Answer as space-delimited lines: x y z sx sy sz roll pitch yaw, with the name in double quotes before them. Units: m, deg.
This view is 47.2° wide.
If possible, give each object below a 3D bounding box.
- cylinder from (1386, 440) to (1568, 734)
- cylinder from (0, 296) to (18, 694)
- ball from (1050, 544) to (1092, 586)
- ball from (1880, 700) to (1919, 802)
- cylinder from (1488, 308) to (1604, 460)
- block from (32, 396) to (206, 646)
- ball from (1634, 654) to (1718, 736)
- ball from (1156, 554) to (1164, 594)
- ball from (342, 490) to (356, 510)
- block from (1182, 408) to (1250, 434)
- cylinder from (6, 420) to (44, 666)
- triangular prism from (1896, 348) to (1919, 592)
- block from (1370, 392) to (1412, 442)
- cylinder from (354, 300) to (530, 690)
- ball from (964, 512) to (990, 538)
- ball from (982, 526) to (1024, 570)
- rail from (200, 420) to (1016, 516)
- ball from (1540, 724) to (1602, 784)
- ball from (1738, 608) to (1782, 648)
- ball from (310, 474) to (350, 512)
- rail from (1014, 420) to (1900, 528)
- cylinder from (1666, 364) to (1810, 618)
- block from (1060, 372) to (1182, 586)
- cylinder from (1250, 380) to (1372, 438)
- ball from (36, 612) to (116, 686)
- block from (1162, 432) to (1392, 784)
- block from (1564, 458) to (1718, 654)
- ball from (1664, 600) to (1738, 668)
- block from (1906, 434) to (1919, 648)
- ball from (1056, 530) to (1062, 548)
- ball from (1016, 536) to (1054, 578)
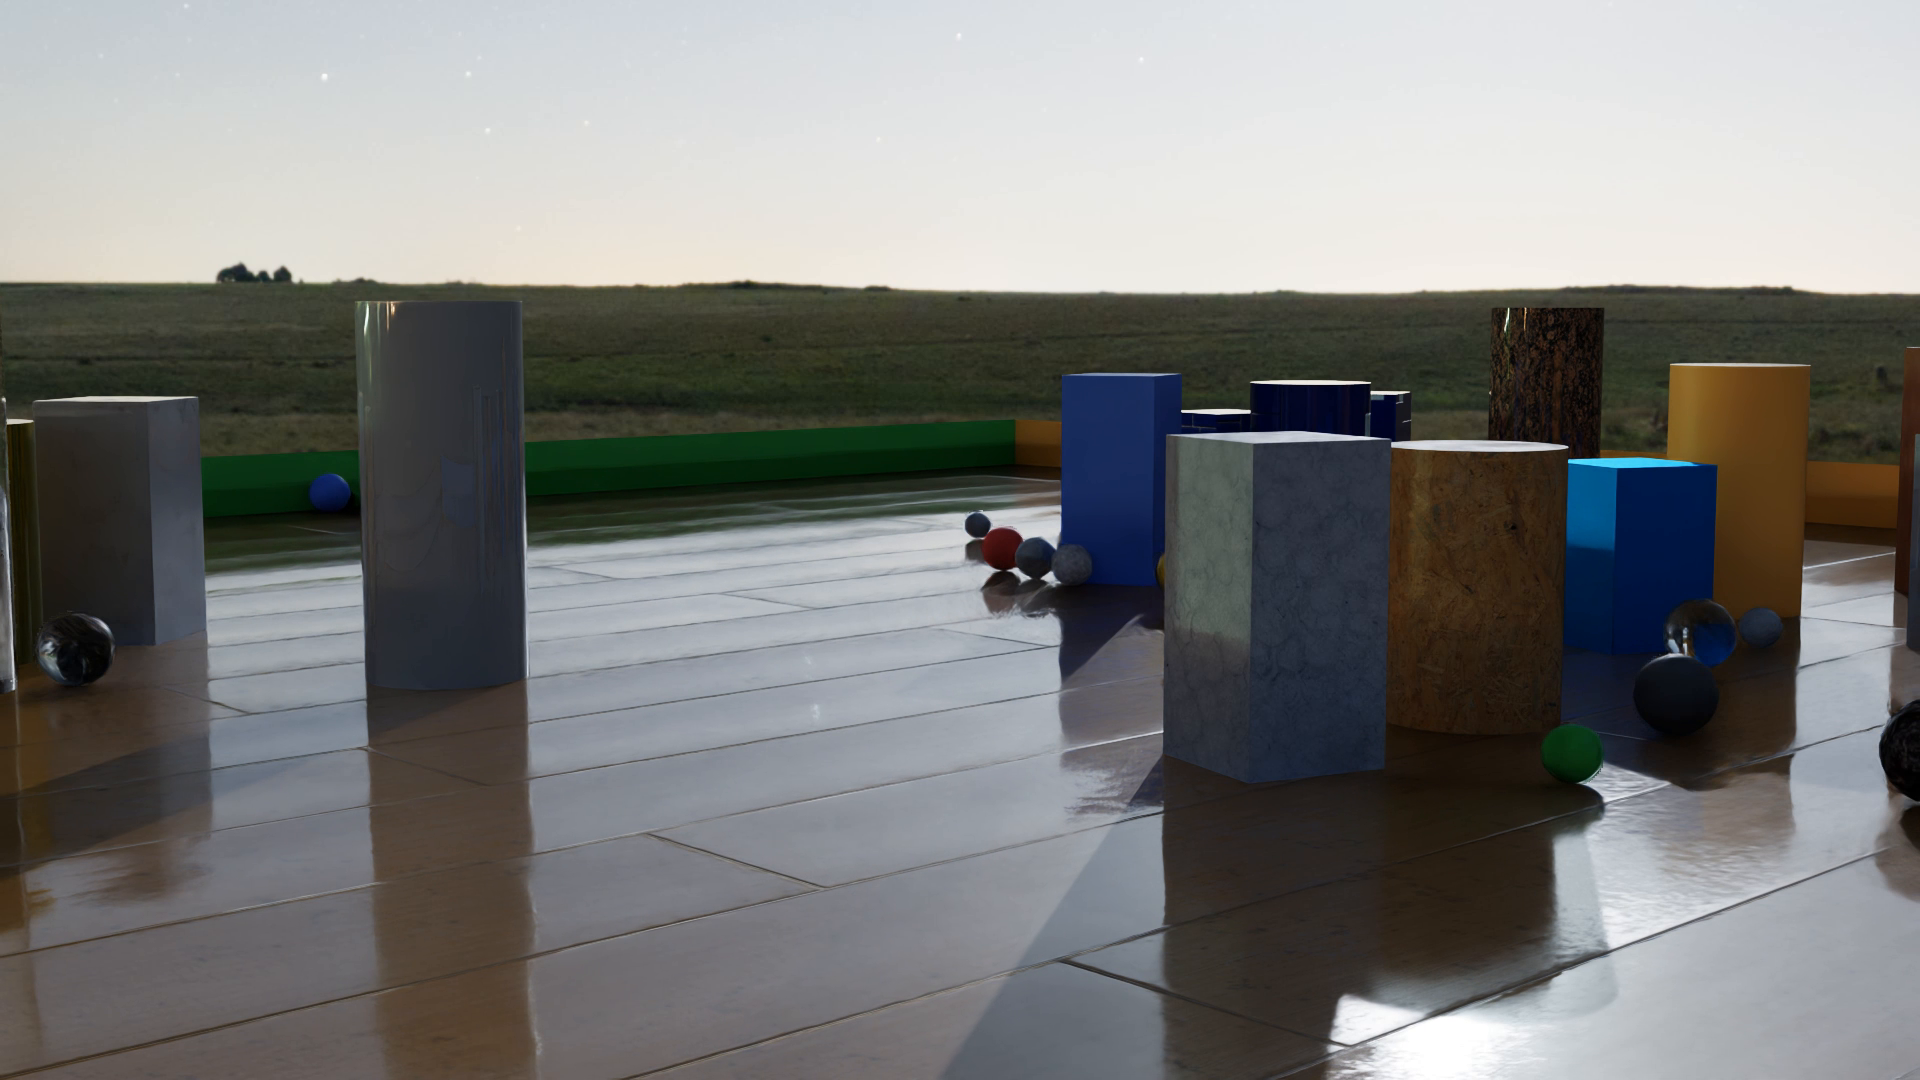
"cylinder" 0.557 0.046 2.396 0.196 0.298 0.196 0 6 0
"cylinder" -1.210 -0.060 2.552 0.196 0.476 0.196 0 6 0
"ball" 0.180 0.039 3.566 0.068 0.068 0.068 0 6 0
"ball" 0.881 0.190 1.980 0.098 0.098 0.098 0 6 0
"cylinder" 1.050 -0.192 3.953 0.196 0.448 0.196 0 6 0
"block" -1.139 -0.029 2.989 0.157 0.325 0.157 1 6 5
"ball" 0.752 0.162 2.310 0.085 0.085 0.085 0 6 0
"ball" 0.343 0.051 3.351 0.090 0.090 0.090 0 6 0
"ball" -1.374 -0.091 4.909 0.048 0.048 0.048 0 6 0
"block" 0.488 -0.112 4.108 0.157 0.256 0.157 -4 7 -33
"cylinder" -1.273 0.003 2.788 0.196 0.303 0.196 0 6 0
"triangular prism" 1.542 -0.107 3.441 0.170 0.386 0.147 -5 8 -38
"block" 0.848 -0.172 4.600 0.157 0.273 0.157 3 6 23
"cylinder" -0.625 -0.060 2.661 0.196 0.455 0.196 0 6 0
"ball" 0.034 -0.029 4.301 0.051 0.051 0.051 0 6 0
"ball" 0.075 0.015 3.768 0.075 0.075 0.075 0 6 0
"rail" -1.437 -0.129 4.881 4.392 0.127 0.045 -5 8 -42
"ball" 0.577 0.202 2.075 0.056 0.056 0.056 0 6 0
"ball" 1.058 0.116 2.906 0.054 0.054 0.054 0 6 0
"ball" -1.388 -0.103 4.845 0.086 0.086 0.086 0 6 0
"rail" 1.597 -0.120 4.797 0.045 0.127 4.287 -5 8 -42
"cylinder" 1.148 -0.077 3.257 0.196 0.364 0.196 0 6 0
"block" 0.268 -0.104 3.639 0.157 0.339 0.157 2 6 22
"cylinder" 0.575 -0.096 3.625 0.196 0.326 0.196 0 6 0
"ball" -1.049 0.129 2.610 0.088 0.088 0.088 0 6 0
"block" 0.309 0.059 2.162 0.157 0.321 0.157 -3 7 -26
"block" 0.891 0.018 2.937 0.157 0.243 0.157 -2 6 -20
"ball" 0.920 0.117 2.733 0.087 0.087 0.087 0 6 0
"block" 1.352 0.007 2.851 0.157 0.282 0.157 -1 6 -12
"ball" 0.206 0.008 3.804 0.081 0.081 0.081 0 6 0
"ball" 0.126 0.029 3.664 0.068 0.068 0.068 0 6 0
